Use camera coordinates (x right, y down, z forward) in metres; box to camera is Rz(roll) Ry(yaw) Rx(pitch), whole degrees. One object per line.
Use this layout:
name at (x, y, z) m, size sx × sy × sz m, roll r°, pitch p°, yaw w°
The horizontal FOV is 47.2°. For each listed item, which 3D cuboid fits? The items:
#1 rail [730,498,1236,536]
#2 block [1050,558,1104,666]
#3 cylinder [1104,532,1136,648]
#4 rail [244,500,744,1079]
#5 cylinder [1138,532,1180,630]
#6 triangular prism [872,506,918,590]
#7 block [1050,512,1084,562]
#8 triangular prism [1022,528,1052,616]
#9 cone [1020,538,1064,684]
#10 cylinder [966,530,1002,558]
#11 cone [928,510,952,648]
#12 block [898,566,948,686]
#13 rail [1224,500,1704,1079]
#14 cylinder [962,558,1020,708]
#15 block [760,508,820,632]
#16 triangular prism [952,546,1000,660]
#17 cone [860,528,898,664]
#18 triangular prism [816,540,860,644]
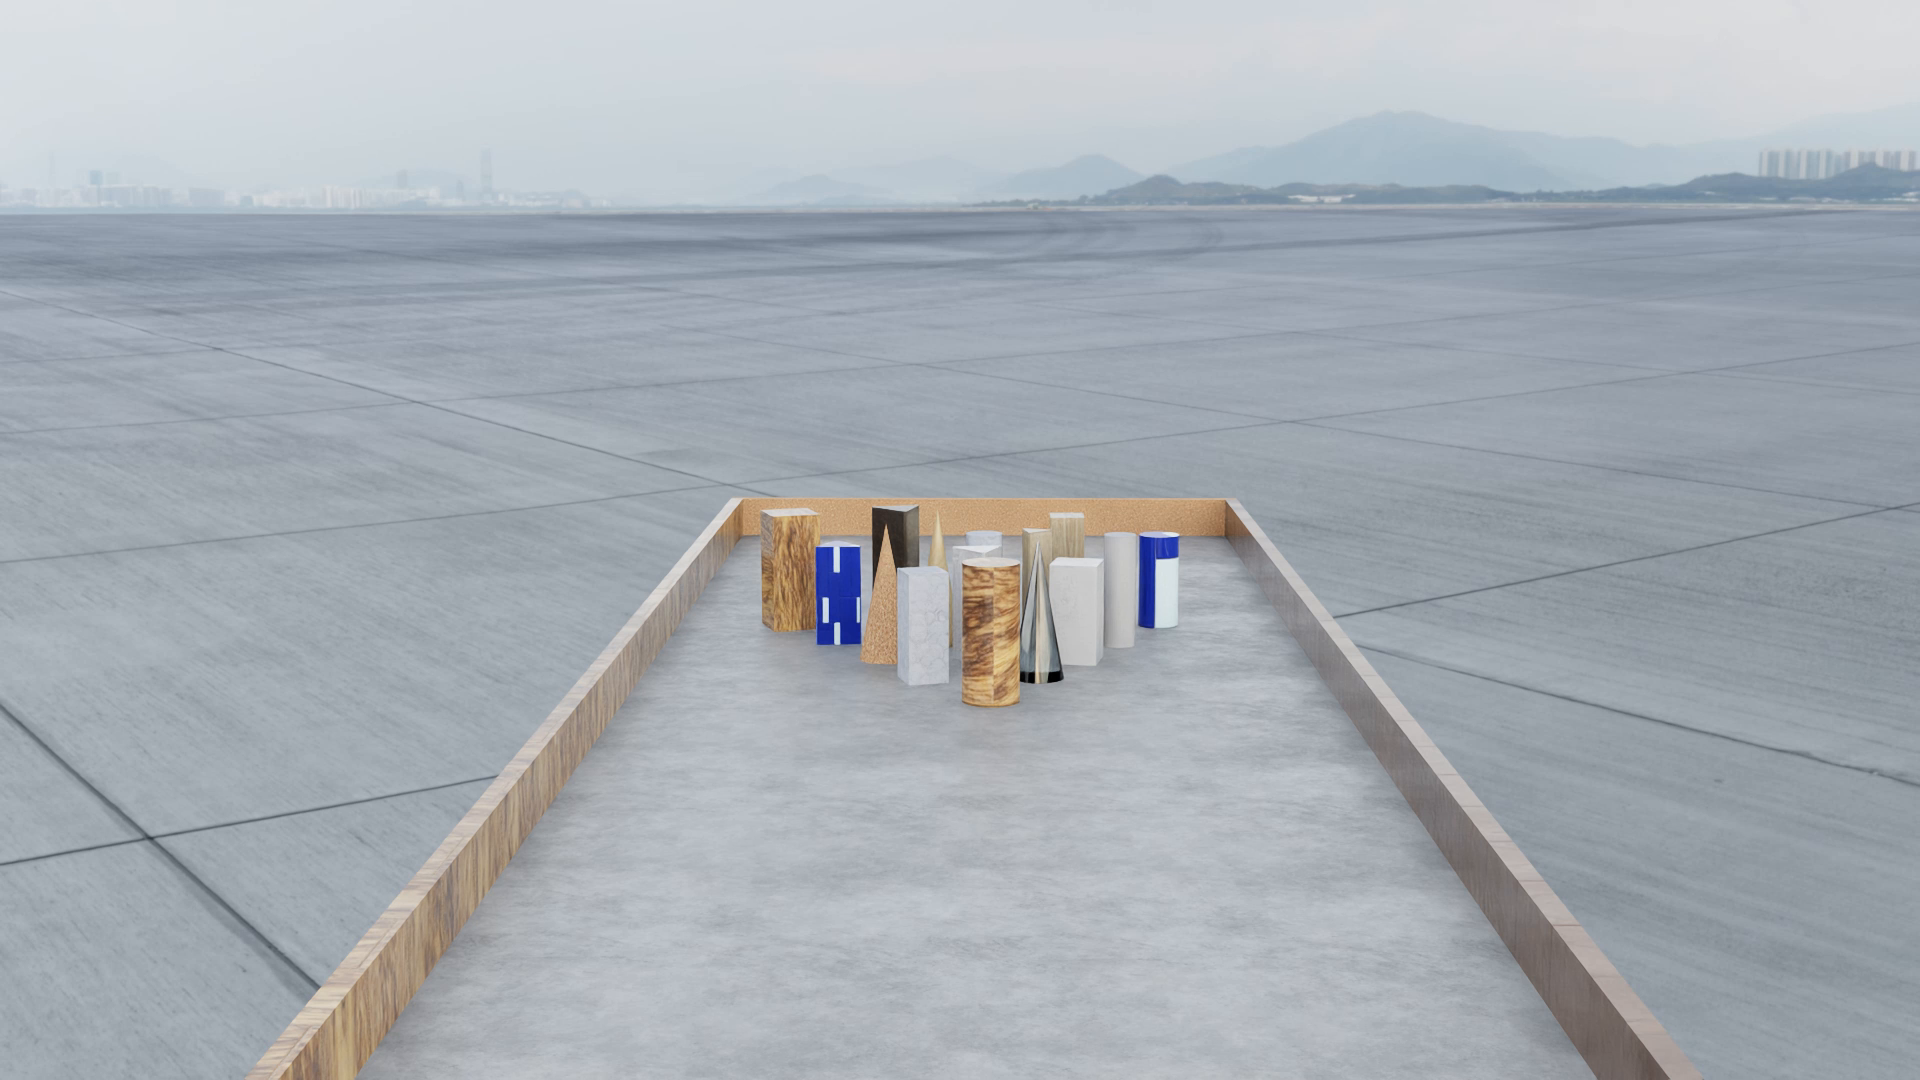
rail at (0.099, -0.098, 9.147) m, size 2.100 × 0.150 × 0.050 m, roll 0°, pitch 9°, yaw 1°
block at (0.354, 0.216, 6.679) m, size 0.144 × 0.303 × 0.144 m, roll 2°, pitch 9°, yaw 12°
cylinder at (0.501, 0.156, 6.904) m, size 0.102 × 0.351 × 0.102 m, roll 0°, pitch 9°, yaw 0°
rail at (-1.004, 0.839, 3.234) m, size 0.050 × 0.150 × 12.000 m, roll 0°, pitch 9°, yaw 1°
cylinder at (0.651, 0.131, 7.217) m, size 0.131 × 0.302 × 0.131 m, roll 0°, pitch 9°, yaw 0°
triangular prism at (-0.185, 0.085, 7.224) m, size 0.156 × 0.391 × 0.135 m, roll 9°, pitch 13°, yaw 44°
block at (0.347, 0.104, 7.162) m, size 0.109 × 0.373 × 0.109 m, roll 0°, pitch 9°, yaw 0°
triangular prism at (0.224, 0.147, 6.917) m, size 0.093 × 0.364 × 0.081 m, roll -8°, pitch 12°, yaw -40°
cone at (0.228, 0.195, 6.427) m, size 0.156 × 0.423 × 0.156 m, roll 0°, pitch 9°, yaw 0°
cylinder at (0.078, 0.130, 7.207) m, size 0.121 × 0.307 × 0.121 m, roll 0°, pitch 9°, yaw 0°
cone at (-0.071, 0.112, 6.917) m, size 0.150 × 0.434 × 0.150 m, roll 0°, pitch 9°, yaw 0°
block at (-0.108, 0.248, 6.408) m, size 0.120 × 0.324 × 0.120 m, roll -3°, pitch 9°, yaw -18°
rail at (1.046, 0.843, 3.208) m, size 0.050 × 0.150 × 12.000 m, roll 0°, pitch 9°, yaw 1°
cylinder at (0.086, 0.256, 6.135) m, size 0.163 × 0.394 × 0.163 m, roll 0°, pitch 9°, yaw 0°
block at (-0.554, 0.096, 7.196) m, size 0.157 × 0.378 × 0.157 m, roll -3°, pitch 10°, yaw -19°
triangular prism at (0.075, 0.193, 6.689) m, size 0.128 × 0.345 × 0.148 m, roll -7°, pitch 12°, yaw -38°
cone at (-0.224, 0.156, 6.691) m, size 0.166 × 0.418 × 0.166 m, roll 0°, pitch 9°, yaw 0°
triangular prism at (-0.387, 0.165, 6.972) m, size 0.139 × 0.312 × 0.121 m, roll -1°, pitch 9°, yaw -4°
